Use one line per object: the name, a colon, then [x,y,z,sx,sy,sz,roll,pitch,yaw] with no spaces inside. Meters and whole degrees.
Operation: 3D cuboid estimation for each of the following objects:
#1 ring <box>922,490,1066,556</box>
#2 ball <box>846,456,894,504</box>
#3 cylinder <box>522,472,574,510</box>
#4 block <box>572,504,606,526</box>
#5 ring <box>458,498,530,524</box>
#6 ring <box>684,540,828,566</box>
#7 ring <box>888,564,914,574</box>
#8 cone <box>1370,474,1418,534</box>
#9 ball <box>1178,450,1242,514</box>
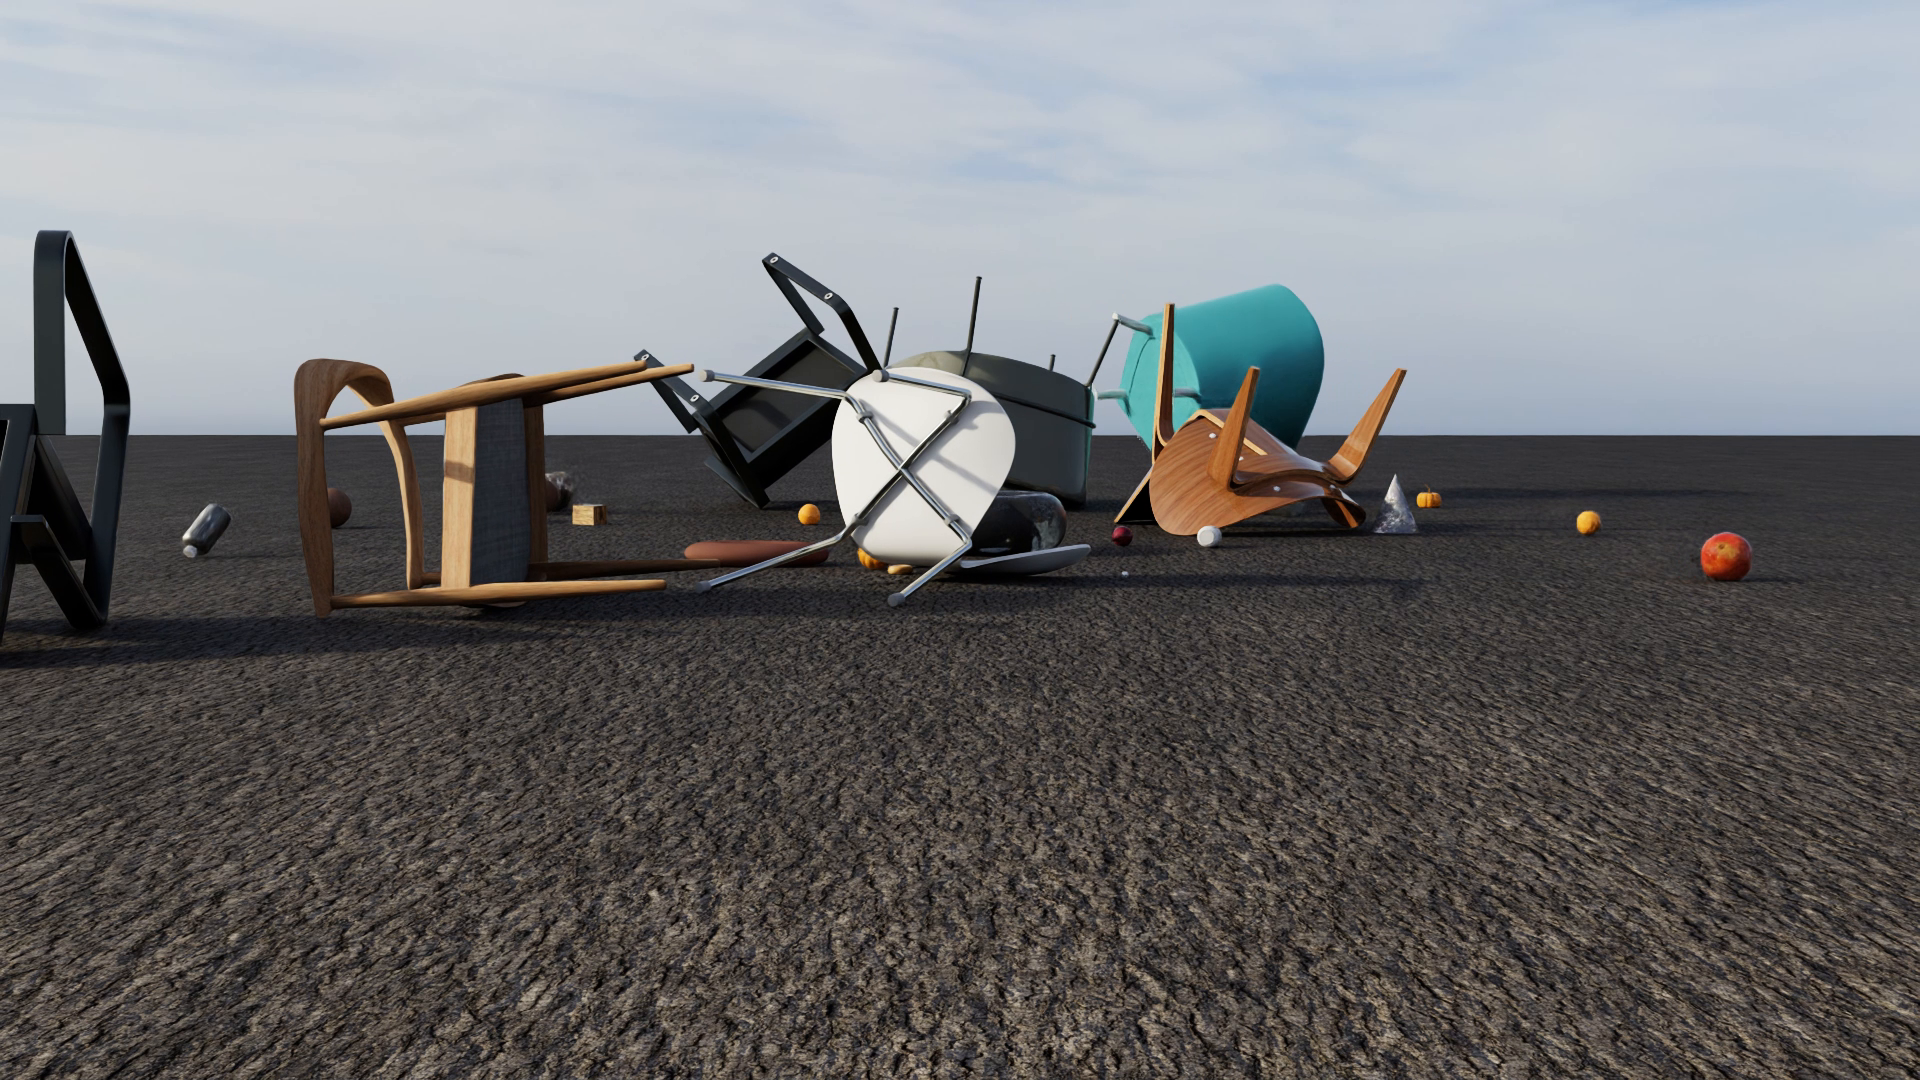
ring: [0.095,-0.045,6.035,0.402,0.165,0.387,2,5,35]
ball: [-0.349,-0.231,8.536,0.188,0.188,0.188,0,4,0]
cylinder: [-1.524,-0.180,8.136,0.105,0.135,0.201,-3,-10,-38]
block: [-1.231,-0.084,7.314,0.092,0.063,0.064,3,5,33]
ring: [-1.570,-0.099,7.417,0.240,0.080,0.242,-2,3,-9]
ring: [-0.519,0.035,5.618,0.370,0.059,0.217,1,3,1]
ring: [-0.145,0.072,5.345,0.061,0.021,0.068,1,5,26]
cone: [1.366,-0.117,6.905,0.157,0.185,0.133,3,5,35]
ball: [0.899,-0.209,7.931,0.228,0.228,0.228,0,4,0]
